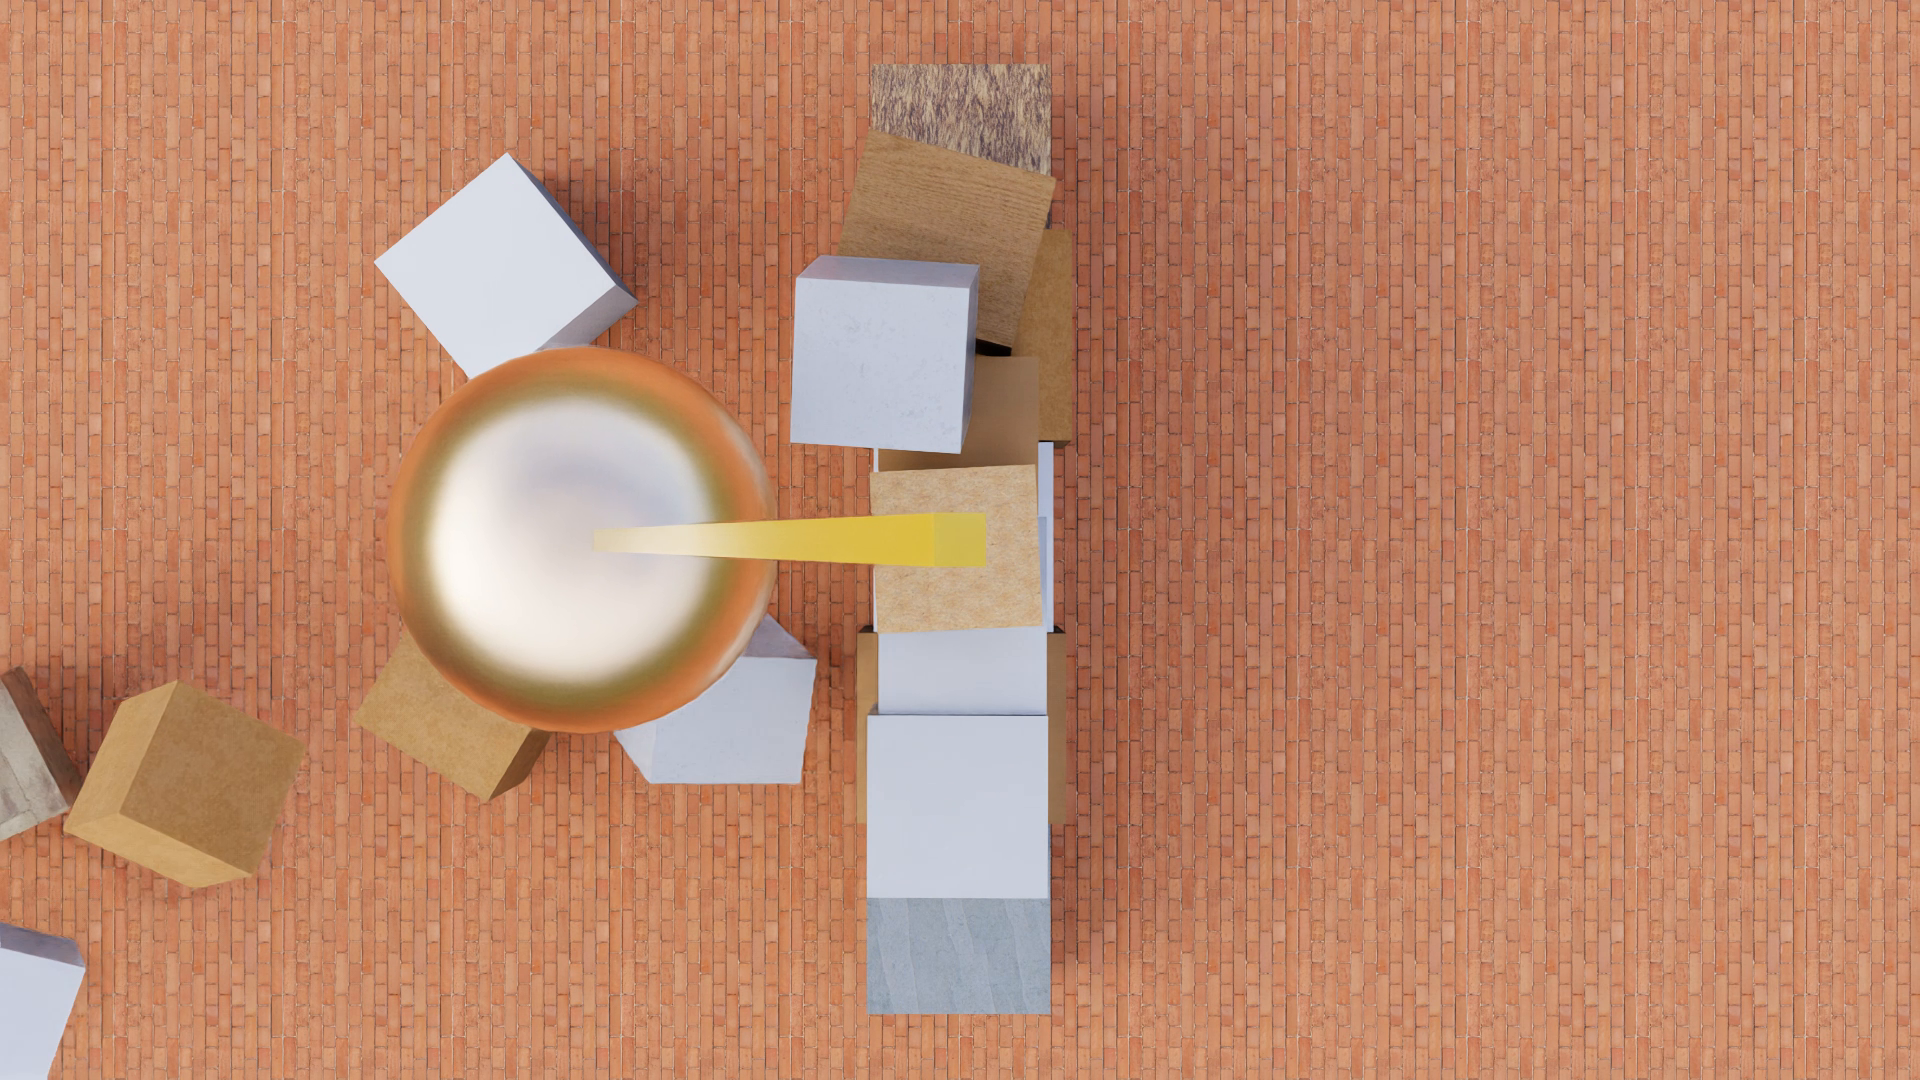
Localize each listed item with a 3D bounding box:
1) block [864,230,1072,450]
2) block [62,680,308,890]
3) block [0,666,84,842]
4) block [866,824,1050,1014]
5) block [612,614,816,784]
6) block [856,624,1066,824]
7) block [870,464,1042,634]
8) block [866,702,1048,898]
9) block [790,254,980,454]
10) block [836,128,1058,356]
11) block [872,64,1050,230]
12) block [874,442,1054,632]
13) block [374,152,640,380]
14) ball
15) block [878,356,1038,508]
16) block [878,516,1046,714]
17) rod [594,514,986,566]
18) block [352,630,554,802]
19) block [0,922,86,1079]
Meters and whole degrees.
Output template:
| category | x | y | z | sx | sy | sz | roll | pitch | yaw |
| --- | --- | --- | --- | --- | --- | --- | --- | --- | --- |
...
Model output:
| category | x | y | z | sx | sy | sz | roll | pitch | yaw |
| --- | --- | --- | --- | --- | --- | --- | --- | --- | --- |
| block | 0.017 | -1.107 | 12.429 | 1.174 | 1.142 | 1.138 | 0 | 90 | 0 |
| block | -4.005 | 1.279 | 11.389 | 0.766 | 0.705 | 0.741 | 34 | 56 | -32 |
| block | -5.576 | 1.290 | 12.430 | 0.831 | 0.855 | 0.805 | -26 | 99 | -14 |
| block | -0.008 | 2.078 | 12.554 | 1.011 | 0.892 | 1.065 | 0 | 90 | 0 |
| block | -1.380 | 0.860 | 12.197 | 0.849 | 0.881 | 0.717 | 3 | 103 | -24 |
| block | 0.008 | 1.018 | 12.441 | 1.131 | 1.119 | 1.029 | 0 | 90 | 0 |
| block | -0.018 | 0.043 | 10.693 | 0.776 | 0.761 | 0.759 | -3 | 90 | 0 |
| block | -0.012 | 1.338 | 11.452 | 0.905 | 0.859 | 0.913 | 0 | 90 | 0 |
| block | -0.346 | -0.909 | 10.565 | 0.795 | 0.899 | 0.770 | 4 | 104 | 3 |
| block | -0.096 | -1.508 | 11.417 | 0.971 | 0.882 | 0.875 | 15 | 90 | 0 |
| block | 0.005 | -2.147 | 12.530 | 0.983 | 0.940 | 0.925 | 0 | 90 | 0 |
| block | 0.019 | -0.015 | 12.429 | 0.969 | 1.143 | 1.024 | 0 | 90 | 0 |
| block | -2.557 | -1.467 | 12.542 | 0.949 | 0.916 | 0.940 | -39 | 90 | 0 |
| ball | -1.546 | 0.000 | 9.076 | 1.600 | 1.600 | 1.600 | 0 | 90 | 0 |
| block | -0.008 | -0.525 | 11.478 | 0.809 | 0.759 | 0.800 | 0 | 90 | 0 |
| block | 0.013 | 0.381 | 11.466 | 0.846 | 0.784 | 0.998 | 0 | 90 | 0 |
| rod | -0.670 | 0.000 | 5.791 | 0.080 | 5.200 | 0.080 | 0 | 90 | -15 |
| block | -2.704 | 0.806 | 12.491 | 0.860 | 1.017 | 0.937 | 31 | 90 | 0 |
| block | -5.359 | 2.566 | 12.124 | 0.742 | 0.771 | 0.777 | 21 | 83 | -25 |
